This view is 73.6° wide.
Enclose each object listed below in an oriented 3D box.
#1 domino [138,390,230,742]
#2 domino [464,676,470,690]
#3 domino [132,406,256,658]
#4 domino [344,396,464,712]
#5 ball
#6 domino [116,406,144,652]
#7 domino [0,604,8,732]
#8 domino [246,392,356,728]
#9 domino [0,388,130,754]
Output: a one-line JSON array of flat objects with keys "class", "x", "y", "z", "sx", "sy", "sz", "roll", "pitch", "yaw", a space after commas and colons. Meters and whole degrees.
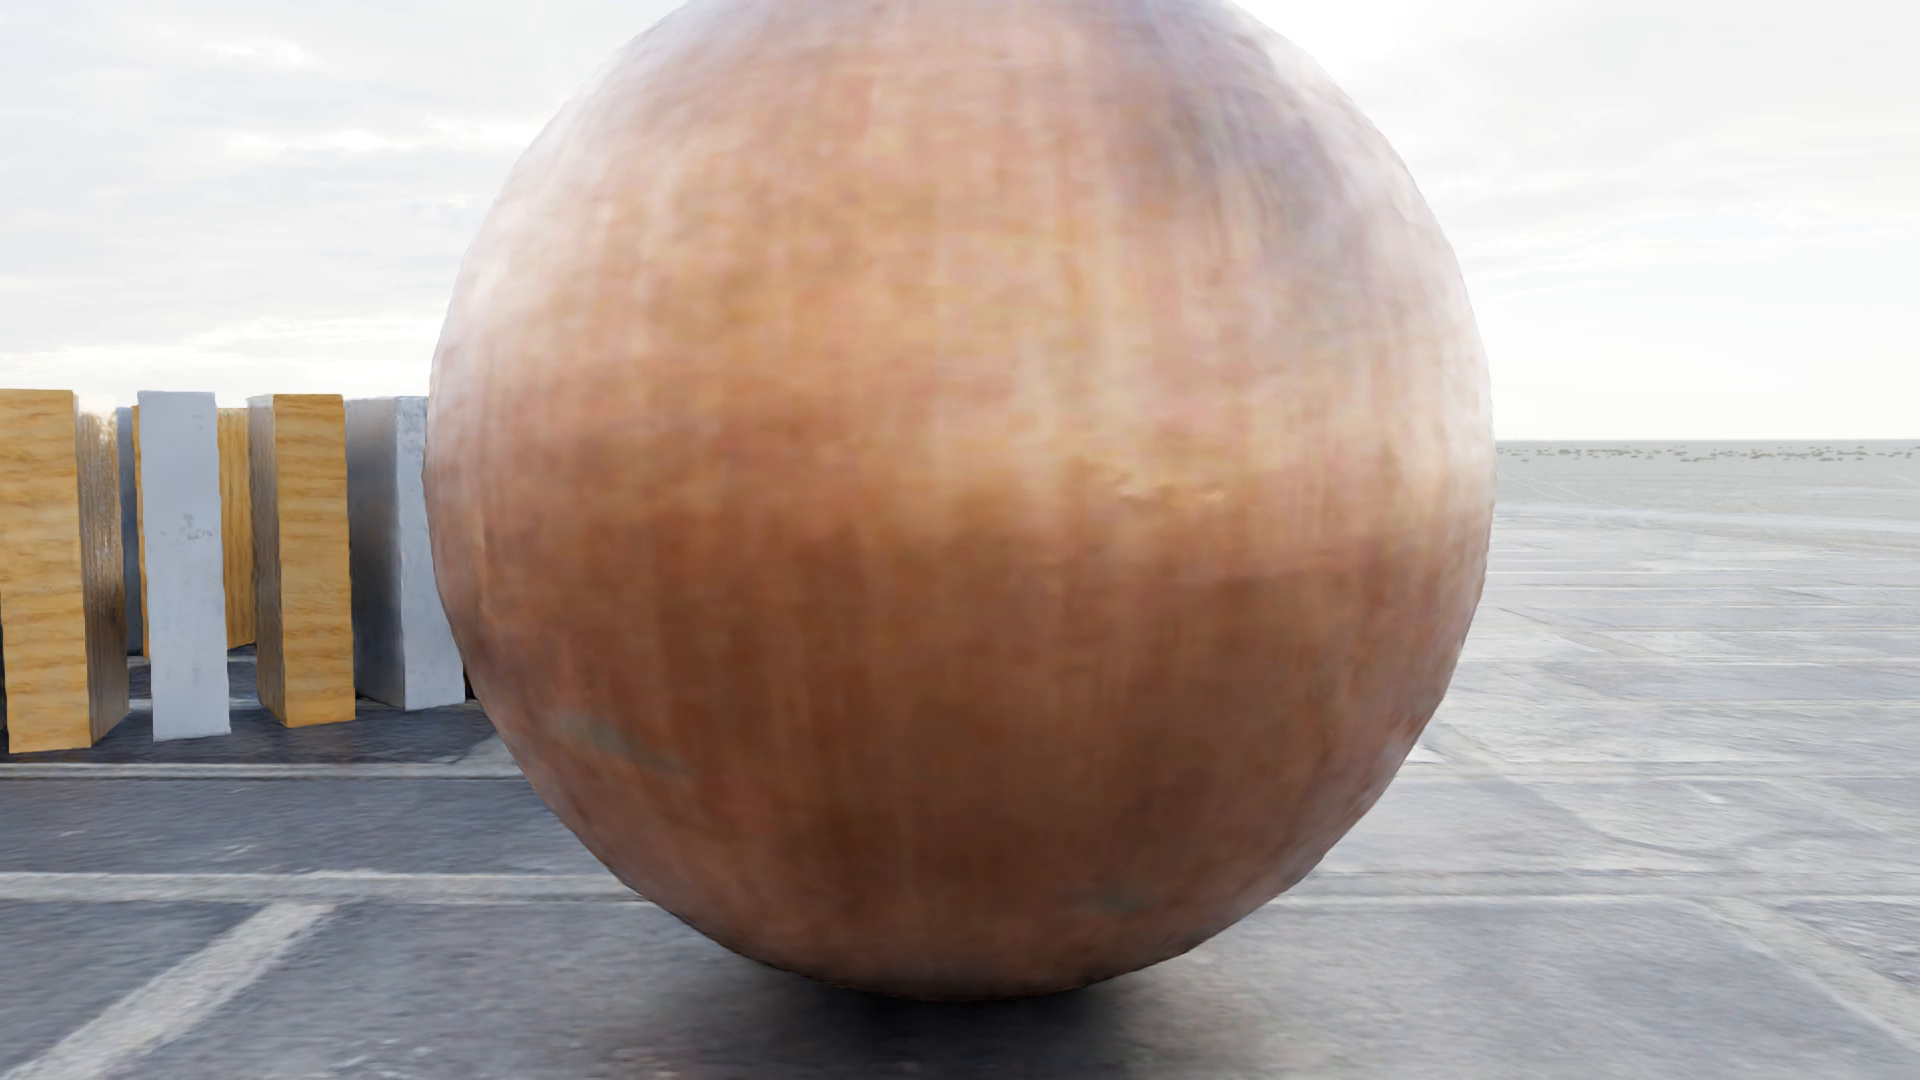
[{"class": "domino", "x": -0.117, "y": 0.003, "z": 0.195, "sx": 0.010, "sy": 0.050, "sz": 0.025, "roll": -2, "pitch": 5, "yaw": -30}, {"class": "domino", "x": -0.083, "y": 0.001, "z": 0.225, "sx": 0.025, "sy": 0.050, "sz": 0.010, "roll": 3, "pitch": 5, "yaw": 32}, {"class": "domino", "x": -0.157, "y": -0.002, "z": 0.266, "sx": 0.009, "sy": 0.050, "sz": 0.025, "roll": 0, "pitch": 4, "yaw": 4}, {"class": "domino", "x": -0.093, "y": 0.002, "z": 0.213, "sx": 0.025, "sy": 0.050, "sz": 0.010, "roll": 4, "pitch": 6, "yaw": 45}, {"class": "ball", "x": 0.000, "y": -0.005, "z": 0.103, "sx": 0.080, "sy": 0.080, "sz": 0.080, "roll": 0, "pitch": 4, "yaw": 0}, {"class": "domino", "x": -0.172, "y": -0.002, "z": 0.267, "sx": 0.010, "sy": 0.050, "sz": 0.025, "roll": 2, "pitch": 5, "yaw": 23}, {"class": "domino", "x": -0.146, "y": 0.004, "z": 0.184, "sx": 0.009, "sy": 0.050, "sz": 0.025, "roll": -1, "pitch": 4, "yaw": -11}, {"class": "domino", "x": -0.105, "y": 0.002, "z": 0.203, "sx": 0.009, "sy": 0.050, "sz": 0.025, "roll": -3, "pitch": 5, "yaw": -37}, {"class": "domino", "x": -0.131, "y": 0.003, "z": 0.188, "sx": 0.009, "sy": 0.050, "sz": 0.025, "roll": -2, "pitch": 5, "yaw": -22}]
